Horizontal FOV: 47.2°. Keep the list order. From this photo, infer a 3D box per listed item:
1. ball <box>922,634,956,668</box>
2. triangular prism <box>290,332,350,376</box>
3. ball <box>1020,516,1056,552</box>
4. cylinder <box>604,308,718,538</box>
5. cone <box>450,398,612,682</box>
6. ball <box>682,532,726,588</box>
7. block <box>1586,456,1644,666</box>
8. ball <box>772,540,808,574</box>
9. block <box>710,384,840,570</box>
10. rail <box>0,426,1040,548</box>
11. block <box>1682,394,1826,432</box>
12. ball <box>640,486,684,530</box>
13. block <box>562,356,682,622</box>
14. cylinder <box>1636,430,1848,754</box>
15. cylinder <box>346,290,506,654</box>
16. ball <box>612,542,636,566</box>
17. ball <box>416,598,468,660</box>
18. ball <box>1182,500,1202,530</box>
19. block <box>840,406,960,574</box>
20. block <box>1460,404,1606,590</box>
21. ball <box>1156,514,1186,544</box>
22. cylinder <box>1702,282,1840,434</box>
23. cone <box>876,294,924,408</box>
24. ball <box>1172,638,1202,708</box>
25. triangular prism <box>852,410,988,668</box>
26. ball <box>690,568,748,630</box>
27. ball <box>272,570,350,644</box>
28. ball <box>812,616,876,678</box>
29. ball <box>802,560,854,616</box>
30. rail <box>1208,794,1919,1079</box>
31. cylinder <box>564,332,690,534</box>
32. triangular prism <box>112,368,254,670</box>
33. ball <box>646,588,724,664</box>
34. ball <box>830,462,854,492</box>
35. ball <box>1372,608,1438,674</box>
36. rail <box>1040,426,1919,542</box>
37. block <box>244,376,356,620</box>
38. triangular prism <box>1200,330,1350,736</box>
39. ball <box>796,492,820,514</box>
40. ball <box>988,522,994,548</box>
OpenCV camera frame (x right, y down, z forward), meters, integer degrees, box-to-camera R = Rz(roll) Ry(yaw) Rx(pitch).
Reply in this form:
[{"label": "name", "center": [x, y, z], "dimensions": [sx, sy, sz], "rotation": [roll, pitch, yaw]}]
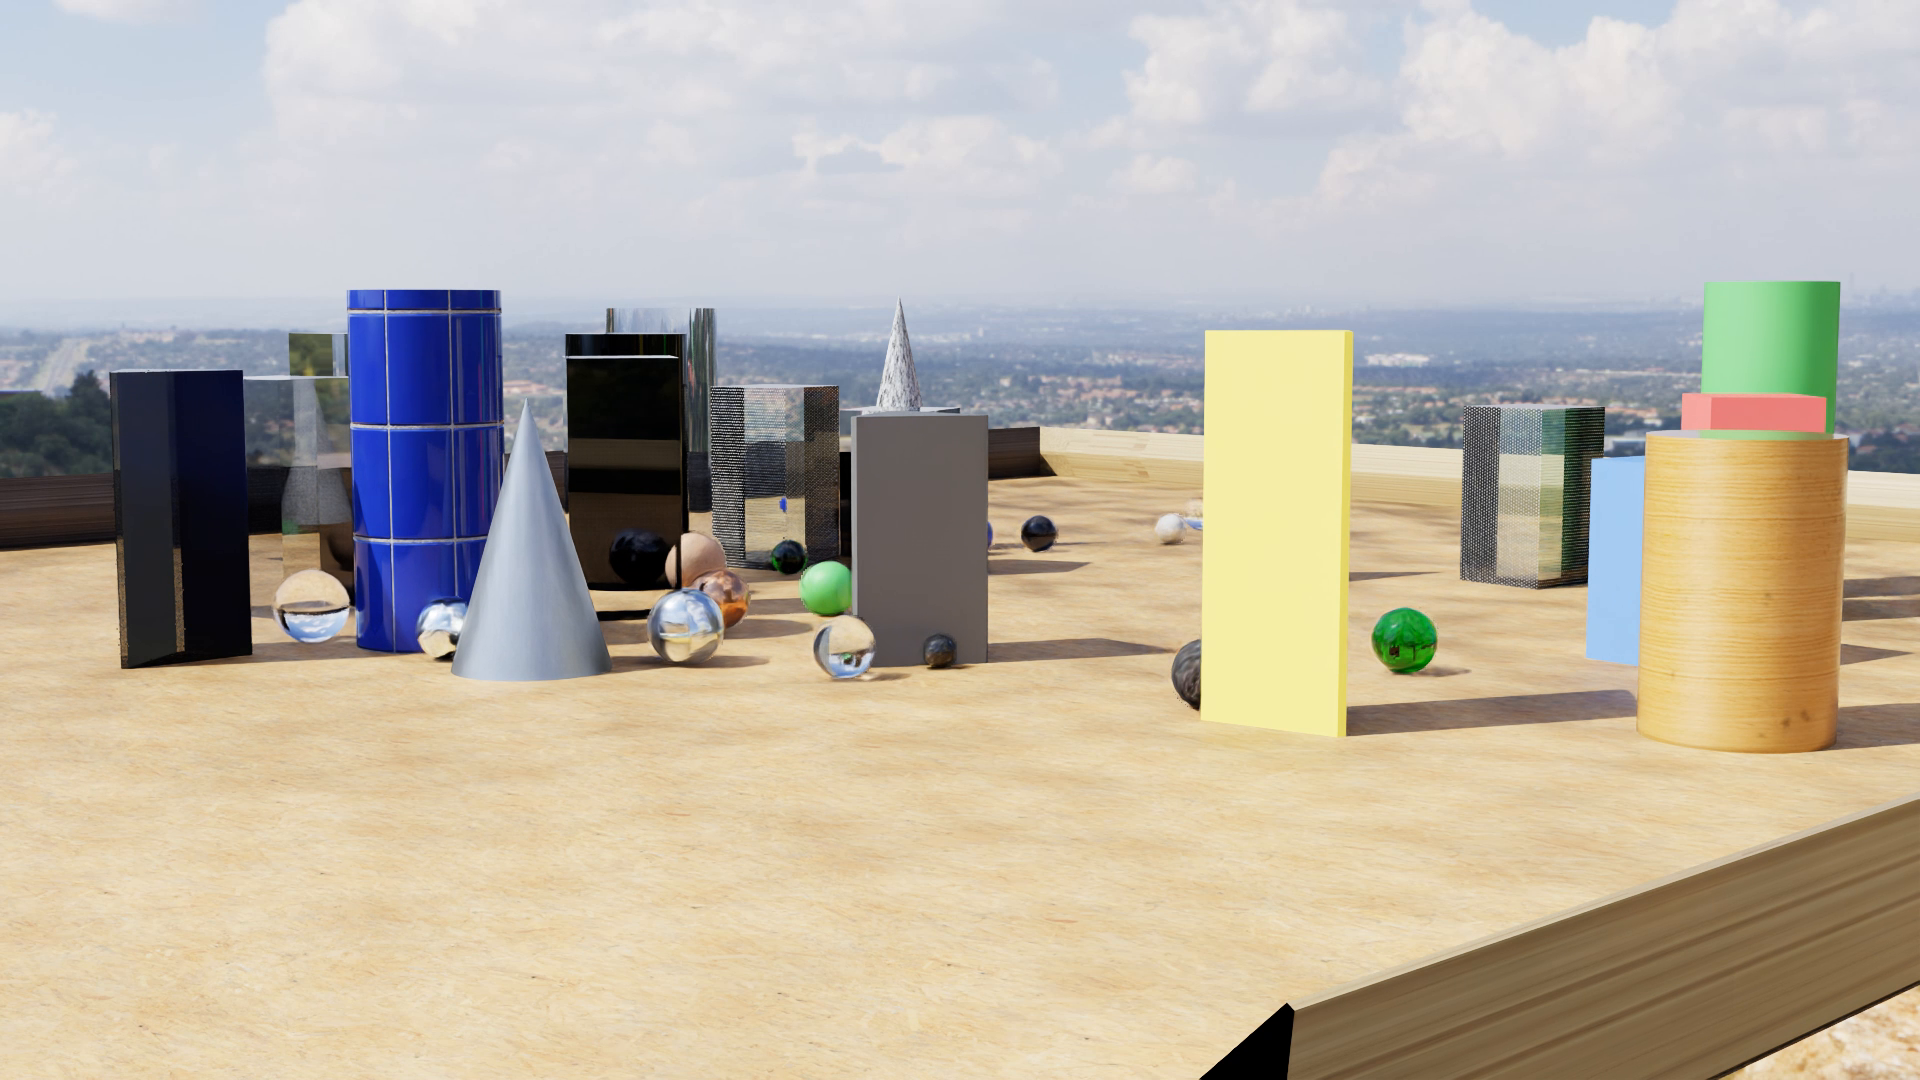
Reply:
[{"label": "ball", "center": [-0.026, 0.139, 2.750], "dimensions": [0.043, 0.043, 0.043], "rotation": [0, 6, 0]}, {"label": "triangular prism", "center": [-1.106, -0.175, 4.019], "dimensions": [0.173, 0.405, 0.150], "rotation": [6, 8, 43]}, {"label": "ball", "center": [0.146, -0.012, 4.082], "dimensions": [0.067, 0.067, 0.067], "rotation": [0, 6, 0]}, {"label": "cylinder", "center": [-0.536, -0.192, 3.967], "dimensions": [0.200, 0.450, 0.200], "rotation": [0, 6, 0]}, {"label": "cone", "center": [-0.535, -0.009, 2.733], "dimensions": [0.200, 0.340, 0.200], "rotation": [0, 6, 0]}, {"label": "ball", "center": [-0.419, 0.037, 3.462], "dimensions": [0.098, 0.098, 0.098], "rotation": [0, 6, 0]}, {"label": "block", "center": [0.918, 0.026, 2.803], "dimensions": [0.160, 0.257, 0.160], "rotation": [-4, 7, -36]}, {"label": "ball", "center": [-0.289, 0.029, 3.724], "dimensions": [0.060, 0.060, 0.060], "rotation": [0, 6, 0]}, {"label": "block", "center": [-0.323, -0.113, 3.863], "dimensions": [0.160, 0.314, 0.160], "rotation": [4, 7, 32]}, {"label": "rail", "center": [-1.219, -0.103, 4.646], "dimensions": [3.955, 0.130, 0.045], "rotation": [-5, 8, -42]}, {"label": "block", "center": [1.154, -0.050, 3.220], "dimensions": [0.160, 0.322, 0.160], "rotation": [0, 6, 4]}, {"label": "ball", "center": [-0.606, -0.064, 4.478], "dimensions": [0.089, 0.089, 0.089], "rotation": [0, 6, 0]}, {"label": "block", "center": [-0.498, -0.080, 3.234], "dimensions": [0.160, 0.378, 0.160], "rotation": [-1, 6, -12]}, {"label": "cylinder", "center": [0.817, 0.048, 2.301], "dimensions": [0.200, 0.317, 0.200], "rotation": [0, 6, 0]}, {"label": "cylinder", "center": [-0.710, -0.096, 2.937], "dimensions": [0.200, 0.472, 0.200], "rotation": [0, 6, 0]}, {"label": "ball", "center": [-0.590, 0.024, 3.858], "dimensions": [0.043, 0.043, 0.043], "rotation": [0, 6, 0]}, {"label": "ball", "center": [-0.656, 0.114, 2.814], "dimensions": [0.080, 0.080, 0.080], "rotation": [0, 6, 0]}, {"label": "ball", "center": [0.486, -0.052, 4.489], "dimensions": [0.063, 0.063, 0.063], "rotation": [0, 6, 0]}, {"label": "block", "center": [-0.102, -0.086, 3.770], "dimensions": [0.160, 0.278, 0.160], "rotation": [2, 6, 19]}, {"label": "block", "center": [0.942, -0.076, 3.622], "dimensions": [0.160, 0.289, 0.160], "rotation": [-4, 7, -37]}, {"label": "ball", "center": [0.404, -0.021, 4.220], "dimensions": [0.057, 0.057, 0.057], "rotation": [0, 6, 0]}, {"label": "cylinder", "center": [1.270, -0.160, 3.464], "dimensions": [0.200, 0.490, 0.200], "rotation": [0, 6, 0]}, {"label": "cone", "center": [-0.112, -0.219, 4.091], "dimensions": [0.200, 0.477, 0.200], "rotation": [0, 6, 0]}, {"label": "ball", "center": [0.277, 0.150, 2.469], "dimensions": [0.079, 0.079, 0.079], "rotation": [0, 6, 0]}, {"label": "triangular prism", "center": [-0.066, -0.006, 2.829], "dimensions": [0.173, 0.314, 0.150], "rotation": [-1, 6, -14]}, {"label": "ball", "center": [-0.338, 0.083, 3.076], "dimensions": [0.086, 0.086, 0.086], "rotation": [0, 6, 0]}, {"label": "ball", "center": [-0.873, 0.089, 2.958], "dimensions": [0.099, 0.099, 0.099], "rotation": [0, 6, 0]}, {"label": "ball", "center": [-0.141, 0.130, 2.672], "dimensions": [0.077, 0.077, 0.077], "rotation": [0, 6, 0]}, {"label": "ball", "center": [-0.192, 0.071, 3.222], "dimensions": [0.080, 0.080, 0.080], "rotation": [0, 6, 0]}, {"label": "rail", "center": [1.219, 0.171, 2.018], "dimensions": [3.955, 0.130, 0.045], "rotation": [-5, 8, -42]}, {"label": "cylinder", "center": [-0.549, -0.137, 3.634], "dimensions": [0.200, 0.408, 0.200], "rotation": [0, 6, 0]}, {"label": "triangular prism", "center": [-1.035, -0.034, 2.838], "dimensions": [0.150, 0.370, 0.173], "rotation": [6, 8, 45]}, {"label": "ball", "center": [-0.346, 0.109, 2.775], "dimensions": [0.097, 0.097, 0.097], "rotation": [0, 6, 0]}, {"label": "ball", "center": [-0.281, -0.157, 5.434], "dimensions": [0.076, 0.076, 0.076], "rotation": [0, 6, 0]}, {"label": "ball", "center": [0.549, 0.124, 2.713], "dimensions": [0.081, 0.081, 0.081], "rotation": [0, 6, 0]}, {"label": "rail", "center": [1.436, -0.103, 4.650], "dimensions": [0.045, 0.130, 3.643], "rotation": [-5, 8, -42]}, {"label": "block", "center": [-1.008, -0.068, 3.269], "dimensions": [0.160, 0.347, 0.160], "rotation": [3, 7, 28]}, {"label": "triangular prism", "center": [0.377, -0.015, 2.396], "dimensions": [0.173, 0.423, 0.150], "rotation": [5, 7, 37]}, {"label": "ball", "center": [-0.335, -0.082, 4.842], "dimensions": [0.050, 0.050, 0.050], "rotation": [0, 6, 0]}, {"label": "ball", "center": [0.027, -0.010, 4.039], "dimensions": [0.071, 0.071, 0.071], "rotation": [0, 6, 0]}]
